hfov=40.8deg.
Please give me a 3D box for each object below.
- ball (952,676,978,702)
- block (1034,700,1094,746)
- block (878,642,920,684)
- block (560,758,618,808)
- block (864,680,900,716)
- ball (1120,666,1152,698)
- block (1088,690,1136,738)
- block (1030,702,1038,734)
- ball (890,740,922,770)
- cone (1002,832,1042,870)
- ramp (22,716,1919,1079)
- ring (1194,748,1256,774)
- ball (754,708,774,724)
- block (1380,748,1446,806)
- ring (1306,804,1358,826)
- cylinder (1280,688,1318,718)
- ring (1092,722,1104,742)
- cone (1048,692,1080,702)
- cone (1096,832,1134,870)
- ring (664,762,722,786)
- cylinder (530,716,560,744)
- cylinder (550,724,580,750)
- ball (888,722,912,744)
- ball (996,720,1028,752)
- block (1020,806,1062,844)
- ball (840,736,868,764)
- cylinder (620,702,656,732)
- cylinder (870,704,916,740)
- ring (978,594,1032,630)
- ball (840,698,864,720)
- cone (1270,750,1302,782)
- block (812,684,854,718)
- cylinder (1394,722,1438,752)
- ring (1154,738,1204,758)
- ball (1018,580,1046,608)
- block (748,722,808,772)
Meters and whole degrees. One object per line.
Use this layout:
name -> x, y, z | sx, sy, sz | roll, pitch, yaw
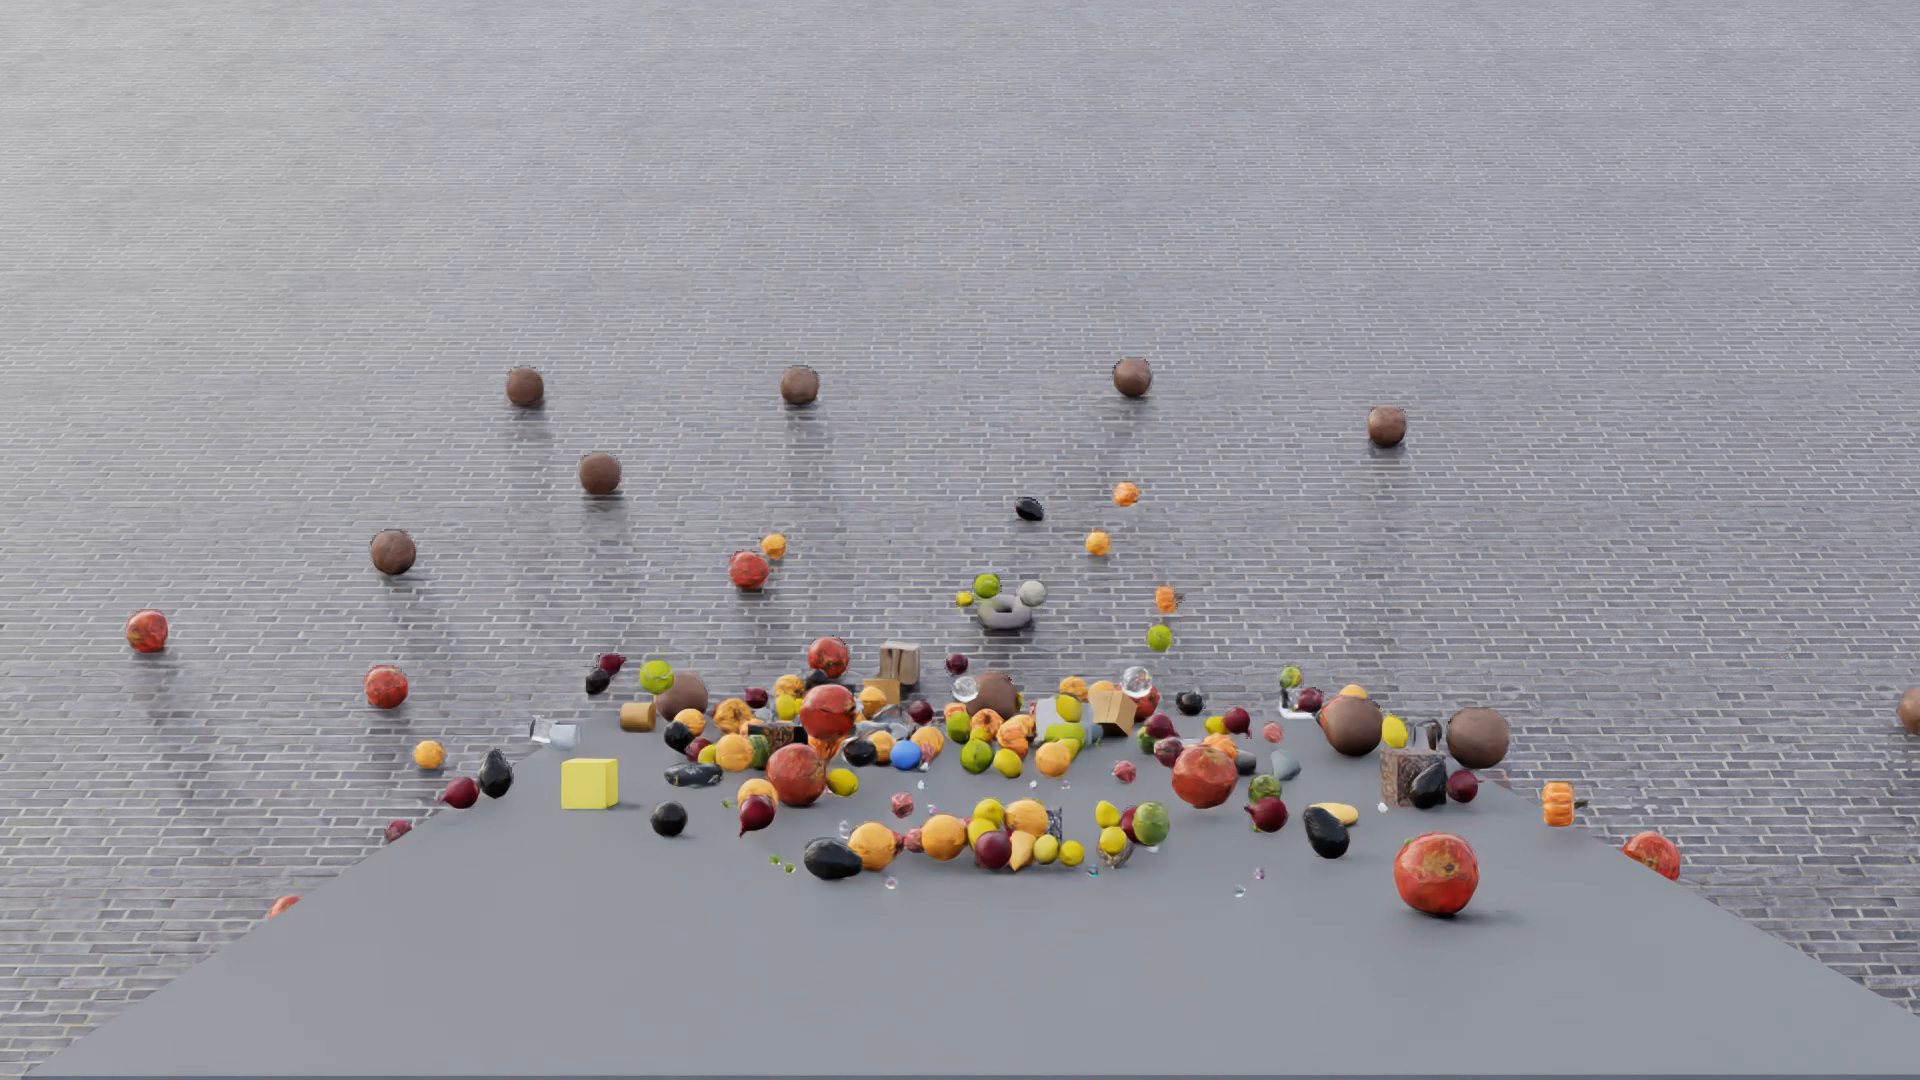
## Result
ball -> 0.011, 0.310, 5.364 | 0.053, 0.053, 0.053 | 0, 27, 0
block -> 0.235, 0.412, 5.819 | 0.095, 0.095, 0.095 | 1, -8, 30
block -> -0.161, 0.329, 6.894 | 0.091, 0.091, 0.091 | 5, 8, 10
block -> -0.683, 0.448, 4.752 | 0.083, 0.083, 0.083 | 0, 1, 8
block -> -0.201, 0.407, 6.660 | 0.092, 0.092, 0.092 | 0, -2, 0
ball -> 0.403, 0.324, 5.894 | 0.073, 0.073, 0.073 | 0, 27, 0
block -> 0.352, 0.406, 6.033 | 0.082, 0.082, 0.082 | 1, 63, 30
block -> 0.217, 0.422, 6.128 | 0.075, 0.075, 0.075 | -1, 1, -32
ball -> -0.112, 0.444, 5.329 | 0.065, 0.065, 0.065 | 0, 27, 0
cone -> 0.089, 0.491, 3.968 | 0.063, 0.063, 0.063 | 5, 29, 11
ramp -> 0.060, 0.543, 4.579 | 2.000, 0.100, 4.000 | 0, 1, 0
ring -> 0.546, 0.456, 5.311 | 0.129, 0.043, 0.129 | -1, 2, 0
ball -> -0.477, 0.432, 6.270 | 0.050, 0.050, 0.050 | 0, 27, 0
block -> 0.842, 0.440, 4.797 | 0.094, 0.094, 0.094 | 0, 1, -9
ring -> 0.649, 0.479, 4.503 | 0.092, 0.031, 0.092 | 1, 2, 0
cylinder -> 0.858, 0.413, 6.534 | 0.076, 0.076, 0.076 | 0, 26, -12
ring -> 0.261, 0.441, 5.932 | 0.139, 0.046, 0.139 | 2, -2, 0
cone -> 0.248, 0.435, 6.257 | 0.097, 0.097, 0.097 | 4, 28, 8
cone -> 0.238, 0.492, 3.980 | 0.058, 0.058, 0.058 | 2, 28, 4
ring -> -0.527, 0.463, 5.102 | 0.116, 0.039, 0.116 | -1, 2, 0
cylinder -> -0.935, 0.429, 5.811 | 0.054, 0.054, 0.054 | 11, 28, 6
cylinder -> -0.879, 0.439, 5.745 | 0.054, 0.054, 0.054 | 1, 26, 6
ball -> -0.141, 0.436, 5.687 | 0.066, 0.066, 0.066 | 0, 27, 0
ball -> 0.116, 0.434, 5.705 | 0.070, 0.070, 0.070 | 0, 27, 0
block -> 0.134, 0.472, 4.281 | 0.054, 0.054, 0.054 | 0, 1, 23
ball -> -0.225, 0.446, 5.473 | 0.056, 0.056, 0.056 | 0, 27, 0
cylinder -> -0.770, 0.423, 6.184 | 0.068, 0.068, 0.068 | 0, 26, 11
cylinder -> -0.151, 0.420, 5.767 | 0.096, 0.096, 0.096 | -2, 1, -5
ring -> 0.125, 0.203, 7.219 | 0.150, 0.050, 0.150 | -1, 30, 1
ball -> -0.269, 0.423, 6.464 | 0.060, 0.060, 0.060 | 0, 27, 0
cone -> 0.640, 0.465, 5.151 | 0.067, 0.067, 0.067 | 10, 32, 20
block -> -0.325, 0.410, 6.613 | 0.080, 0.080, 0.080 | 0, 0, -38
cylinder -> 0.948, 0.429, 5.373 | 0.092, 0.092, 0.092 | 0, 1, 0
ring -> 0.477, 0.452, 5.611 | 0.112, 0.037, 0.112 | -1, 0, 0
ball -> 0.200, 0.149, 7.152 | 0.076, 0.076, 0.076 | 0, 27, 0
block -> -0.379, 0.431, 5.372 | 0.090, 0.090, 0.090 | -1, 2, -39
